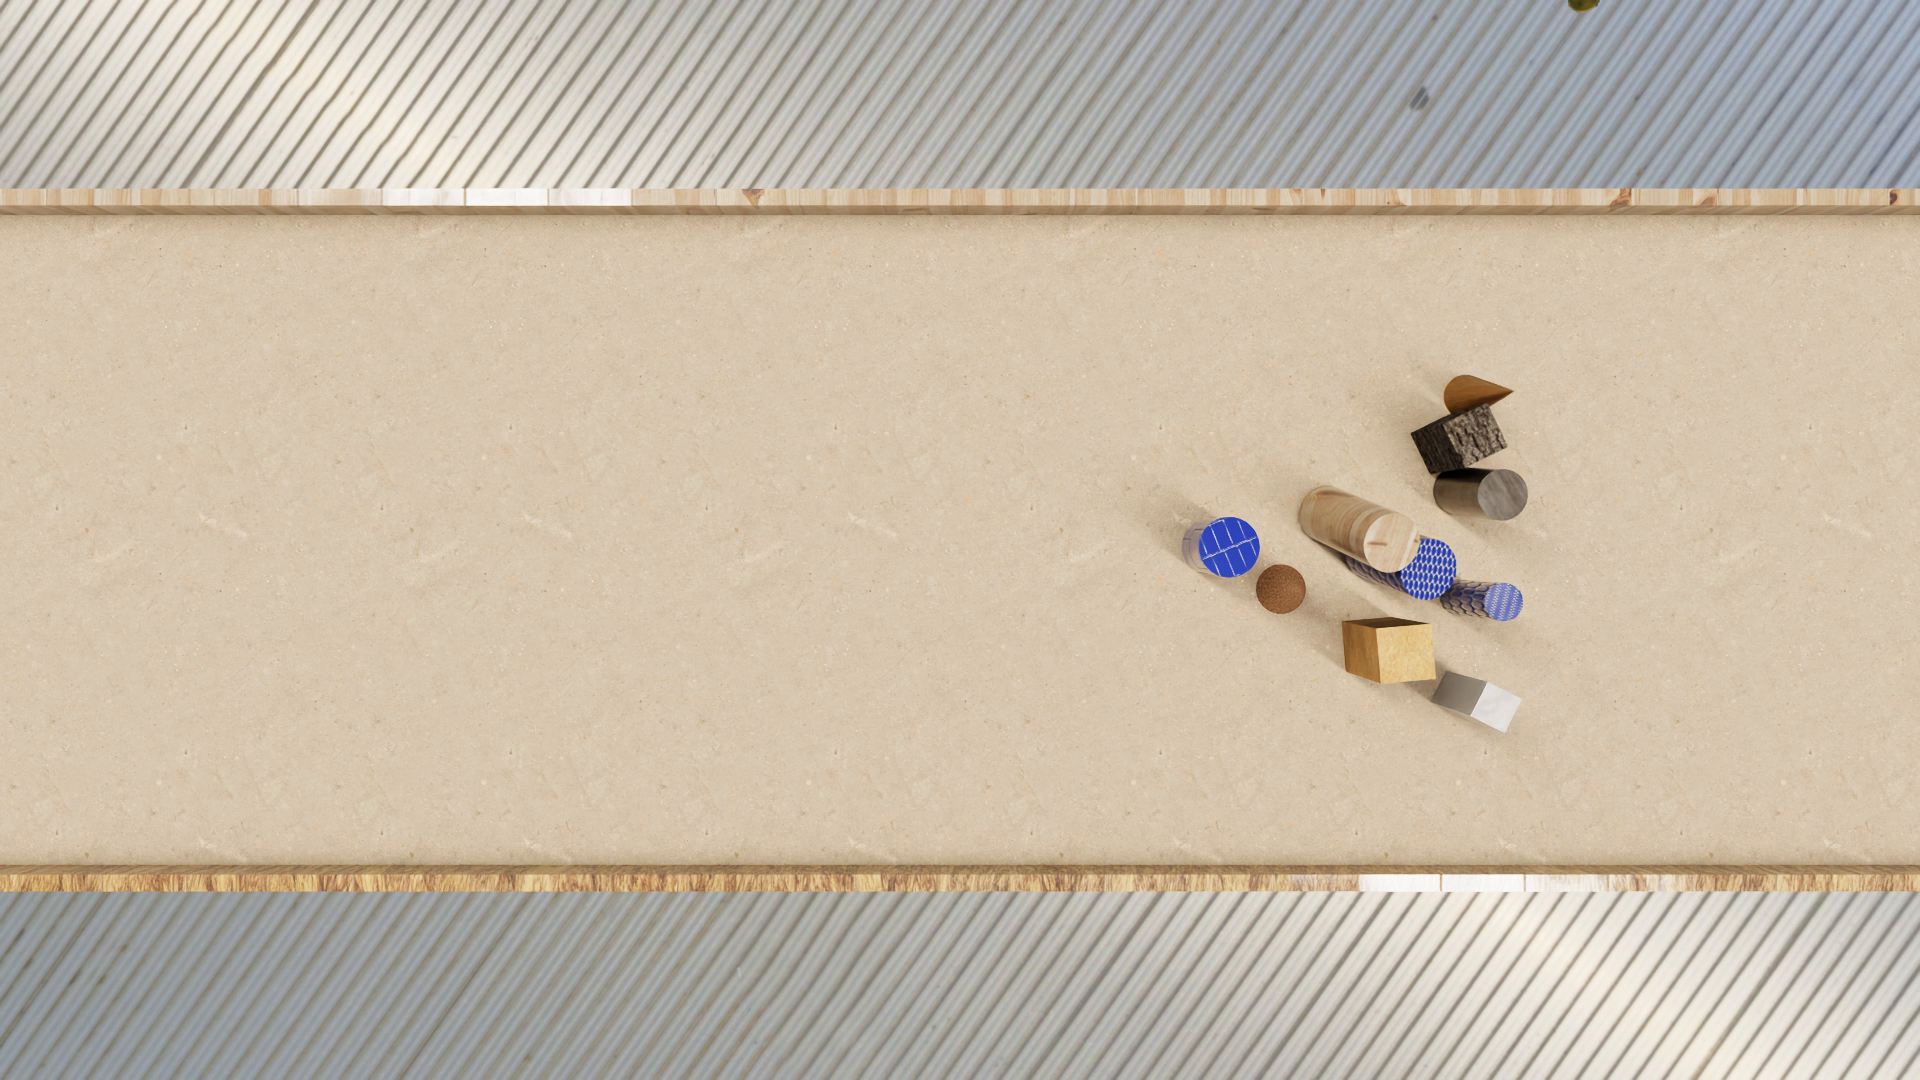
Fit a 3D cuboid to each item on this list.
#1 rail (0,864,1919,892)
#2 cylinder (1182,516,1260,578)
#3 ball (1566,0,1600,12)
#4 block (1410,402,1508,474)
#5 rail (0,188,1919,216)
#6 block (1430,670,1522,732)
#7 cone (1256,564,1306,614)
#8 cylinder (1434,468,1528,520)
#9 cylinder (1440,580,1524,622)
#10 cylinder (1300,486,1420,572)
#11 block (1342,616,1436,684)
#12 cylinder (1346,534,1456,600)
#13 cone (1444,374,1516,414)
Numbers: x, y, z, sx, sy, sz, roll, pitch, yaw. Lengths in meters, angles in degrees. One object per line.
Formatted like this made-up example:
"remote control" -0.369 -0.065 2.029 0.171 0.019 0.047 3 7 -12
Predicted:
"rail" -2.247 1.025 5.001 12.000 0.150 0.050 0 90 0
"cylinder" 0.769 0.020 4.892 0.174 0.369 0.174 0 90 0
"ball" 4.133 -3.609 10.922 0.222 0.222 0.222 0 90 0
"block" 1.478 -0.298 4.900 0.140 0.351 0.140 -26 89 0
"rail" -2.247 -1.025 5.002 12.000 0.150 0.050 0 90 0
"block" 1.520 0.474 4.875 0.108 0.403 0.108 27 90 0
"cone" 0.988 0.151 4.919 0.153 0.315 0.153 0 90 0
"cylinder" 1.538 -0.140 4.890 0.148 0.362 0.148 0 94 -4
"cylinder" 1.531 0.175 4.858 0.108 0.436 0.108 0 90 0
"cylinder" 1.165 -0.037 4.842 0.171 0.439 0.171 -3 103 -12
"block" 1.258 0.321 4.864 0.156 0.424 0.156 -5 90 0
"cylinder" 1.303 0.058 4.891 0.179 0.333 0.179 -3 100 -14
"cone" 1.555 -0.430 4.846 0.134 0.454 0.134 0 93 0
